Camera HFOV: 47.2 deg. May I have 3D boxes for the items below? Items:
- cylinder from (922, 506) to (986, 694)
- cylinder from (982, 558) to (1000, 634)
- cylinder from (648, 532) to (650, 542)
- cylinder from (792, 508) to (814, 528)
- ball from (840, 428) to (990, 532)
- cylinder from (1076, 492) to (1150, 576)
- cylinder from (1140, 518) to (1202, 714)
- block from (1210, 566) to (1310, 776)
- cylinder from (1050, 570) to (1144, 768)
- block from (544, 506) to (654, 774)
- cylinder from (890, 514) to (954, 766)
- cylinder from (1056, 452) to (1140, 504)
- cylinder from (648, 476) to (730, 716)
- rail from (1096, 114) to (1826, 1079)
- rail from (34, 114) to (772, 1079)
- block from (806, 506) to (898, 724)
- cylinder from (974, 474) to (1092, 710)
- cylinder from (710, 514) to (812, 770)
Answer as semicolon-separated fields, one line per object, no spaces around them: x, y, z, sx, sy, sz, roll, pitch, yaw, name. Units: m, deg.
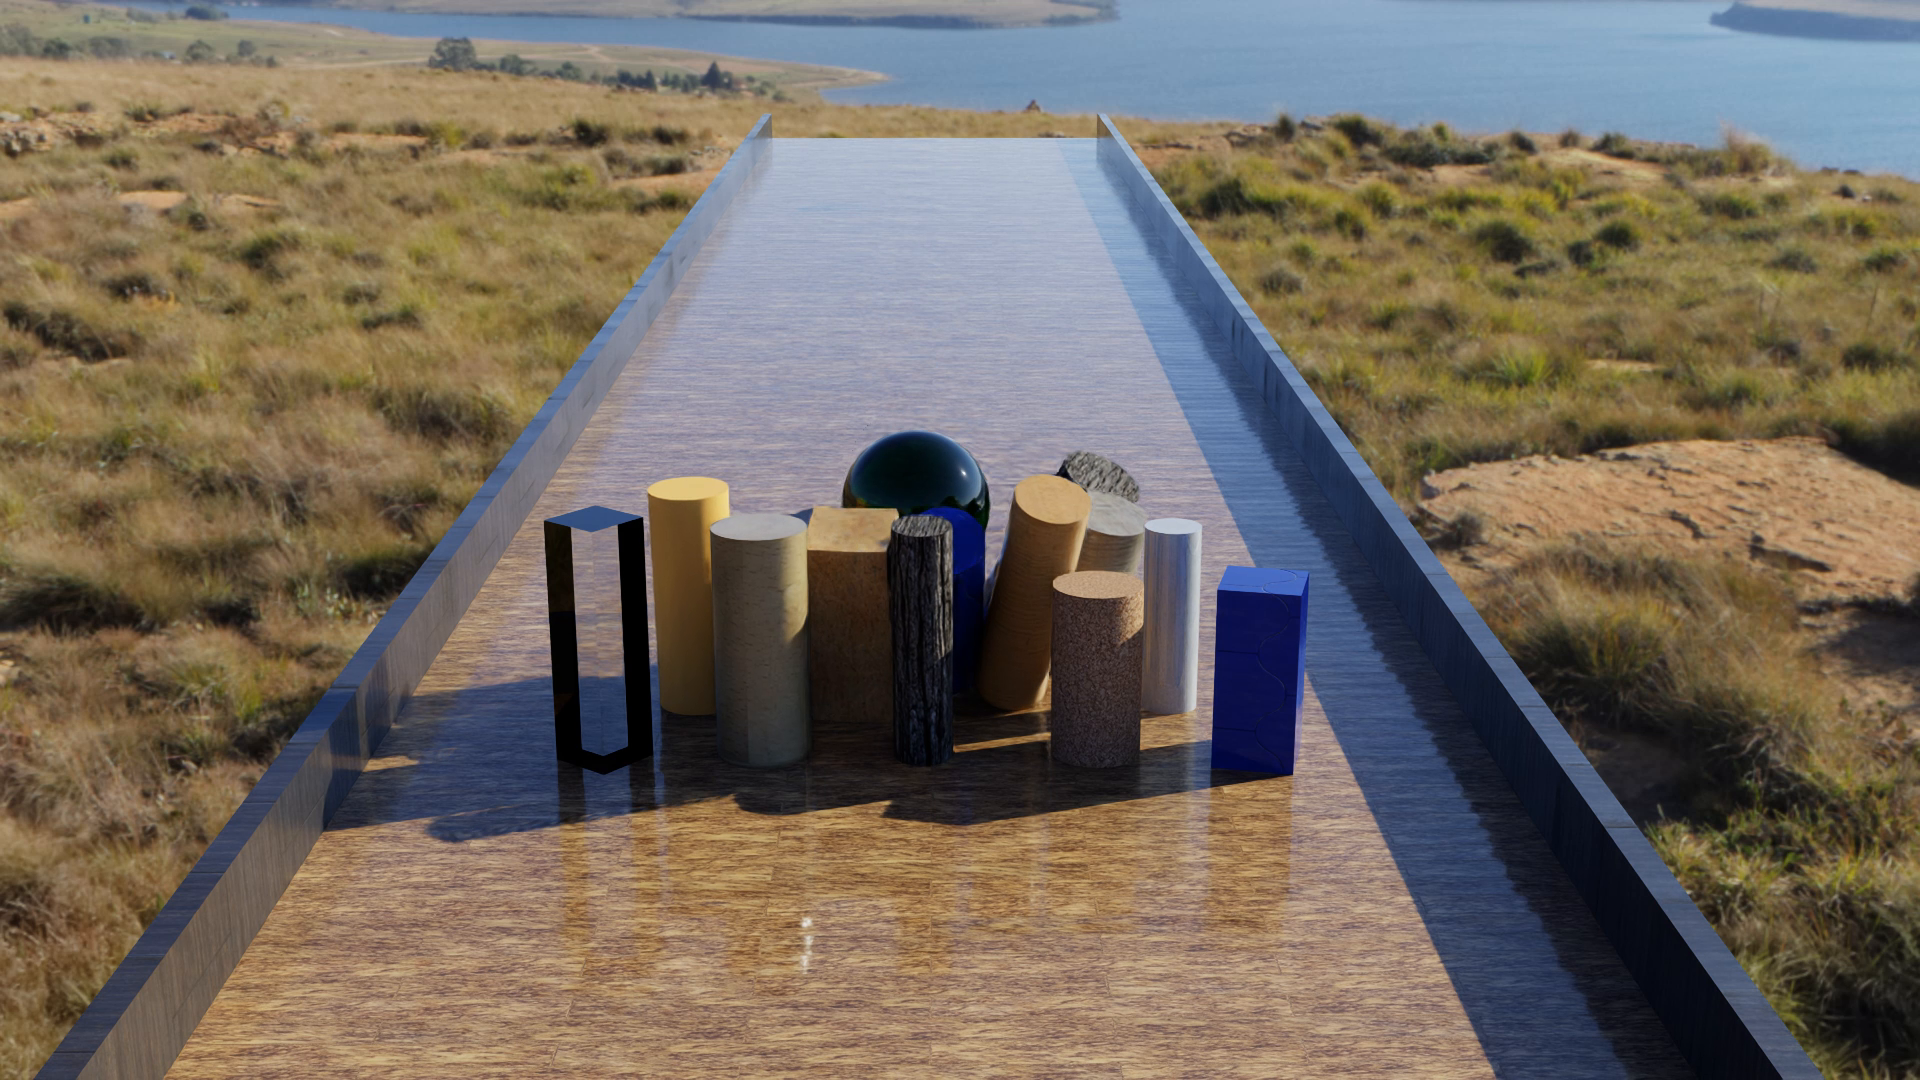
-0.030;0.120;4.081;0.146;0.431;0.146;0;56;-1;cylinder
0.110;0.082;4.243;0.110;0.431;0.110;13;49;-15;cylinder
-0.481;0.094;4.310;0.159;0.306;0.159;-16;28;9;cylinder
-0.256;0.111;4.242;0.179;0.300;0.179;-21;25;10;cylinder
-0.084;-0.069;4.173;0.284;0.284;0.284;0;17;0;ball
0.260;0.082;4.344;0.161;0.312;0.161;9;30;-5;cylinder
0.396;0.143;4.126;0.107;0.353;0.107;0;17;0;cylinder
0.530;0.228;3.881;0.144;0.330;0.144;4;17;13;block
0.243;0.228;3.908;0.161;0.314;0.161;0;17;0;cylinder
-0.633;0.175;3.863;0.121;0.442;0.121;13;21;36;block
-0.066;0.177;3.855;0.107;0.434;0.107;0;21;0;cylinder
0.212;0.010;4.504;0.167;0.358;0.167;20;32;-13;cylinder
-0.499;0.105;4.125;0.148;0.422;0.148;-1;18;0;cylinder
0.932;-0.844;7.801;0.050;0.150;12.000;0;17;-1;rail
-1.118;-0.838;7.780;0.050;0.150;12.000;0;17;-1;rail
-0.194;0.141;4.055;0.155;0.372;0.155;2;31;6;block
0.129;0.102;4.053;0.139;0.457;0.139;7;39;-6;cylinder
-0.351;0.178;3.890;0.168;0.420;0.168;0;17;0;cylinder
